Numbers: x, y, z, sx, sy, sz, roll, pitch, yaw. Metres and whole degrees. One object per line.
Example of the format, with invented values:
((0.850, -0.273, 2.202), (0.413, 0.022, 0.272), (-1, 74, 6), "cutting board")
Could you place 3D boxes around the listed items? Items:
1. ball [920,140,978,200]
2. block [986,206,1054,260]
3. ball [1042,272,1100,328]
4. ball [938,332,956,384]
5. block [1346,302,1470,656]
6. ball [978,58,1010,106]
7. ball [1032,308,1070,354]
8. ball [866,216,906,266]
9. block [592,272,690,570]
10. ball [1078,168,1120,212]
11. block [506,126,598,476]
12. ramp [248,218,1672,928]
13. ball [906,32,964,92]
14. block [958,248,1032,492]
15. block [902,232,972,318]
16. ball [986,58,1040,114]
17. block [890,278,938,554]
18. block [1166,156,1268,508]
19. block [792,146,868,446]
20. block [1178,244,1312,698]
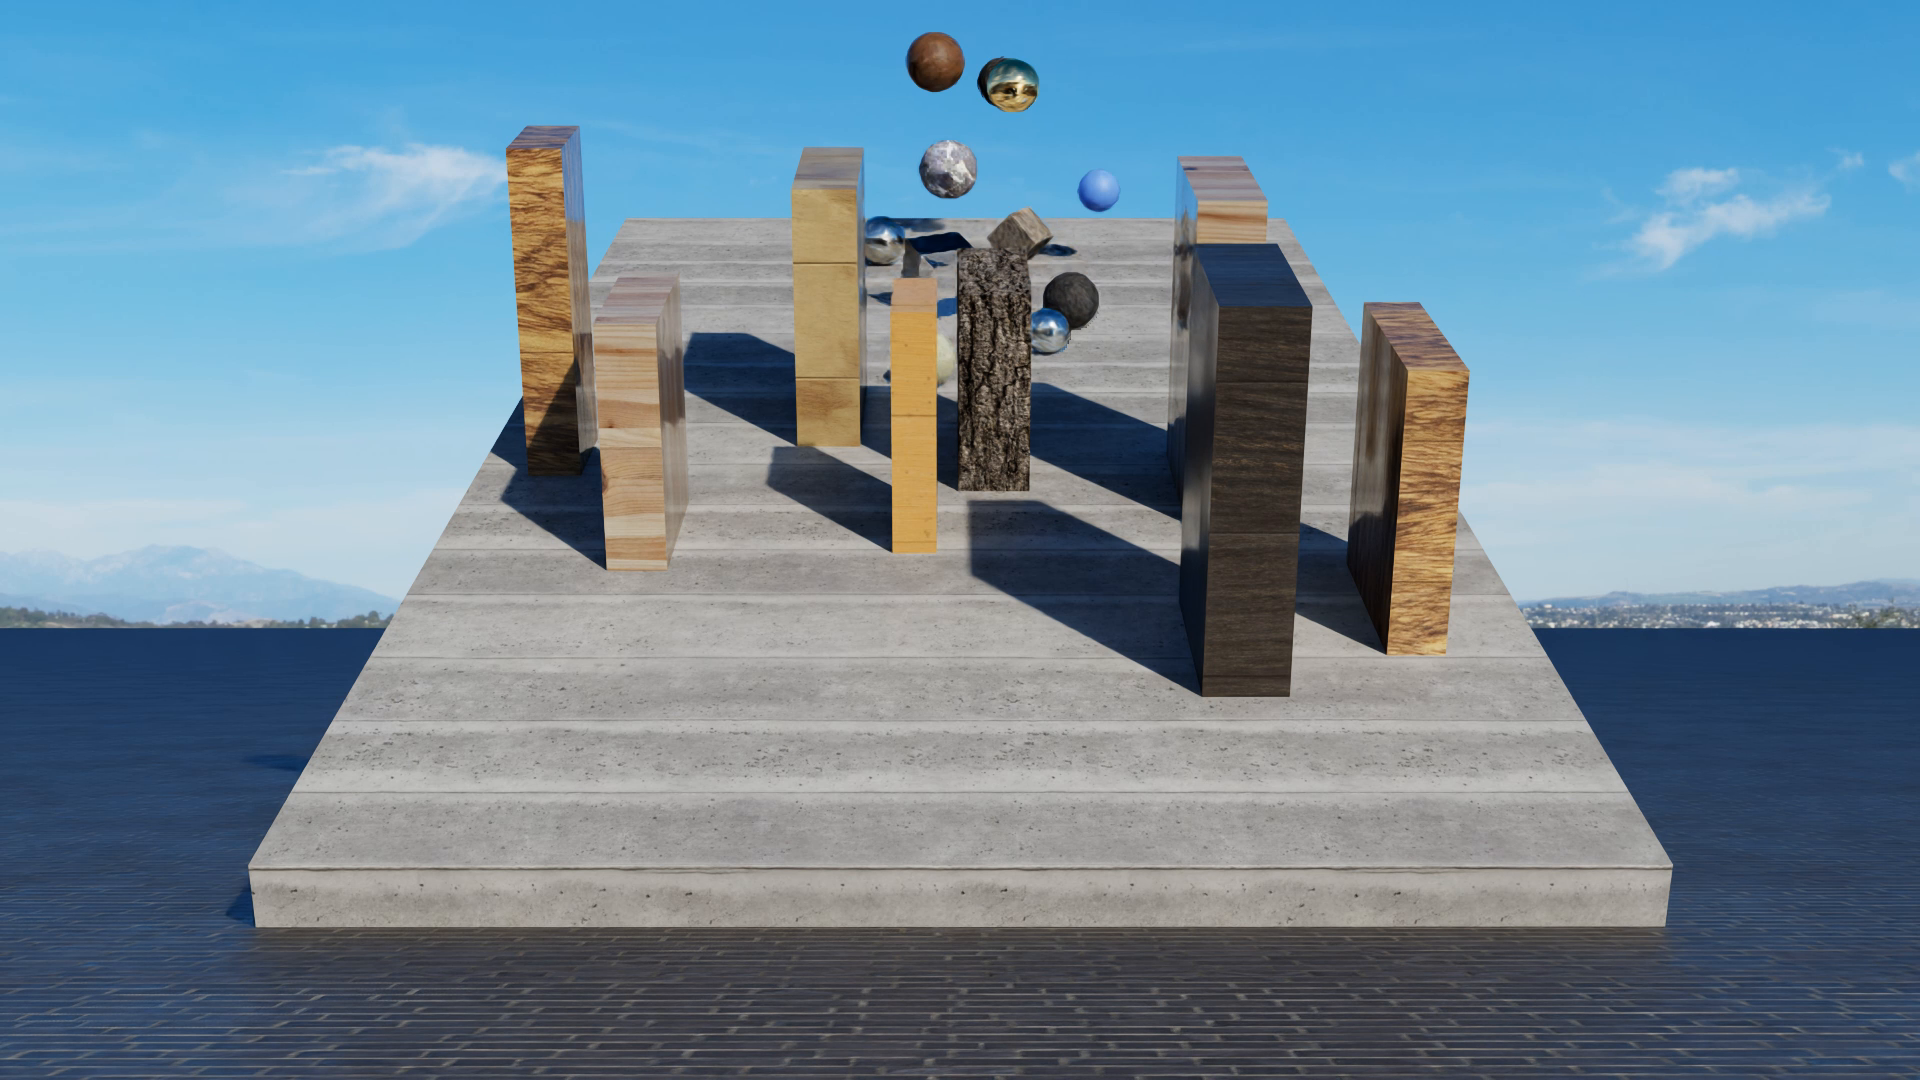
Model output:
((-0.034, -1.110, 6.838), (0.176, 0.176, 0.176), (0, -2, 0), "ball")
((0.168, -0.846, 6.374), (0.109, 0.109, 0.109), (-42, -6, 36), "block")
((0.281, -0.606, 5.767), (0.143, 0.143, 0.143), (0, -2, 0), "ball")
((-0.072, -0.422, 5.308), (0.129, 0.129, 0.129), (0, -2, 0), "ball")
((0.776, -0.116, 3.991), (0.100, 0.504, 0.427), (0, 21, 0), "block")
((0.129, -1.402, 6.984), (0.150, 0.150, 0.150), (0, -2, 0), "ball")
((0.212, -0.510, 5.564), (0.110, 0.110, 0.110), (0, -2, 0), "ball")
((-0.219, -0.837, 6.375), (0.137, 0.137, 0.137), (0, -2, 0), "ball")
((-0.600, -0.232, 4.330), (0.112, 0.473, 0.380), (0, 21, 0), "block")
((0.385, -0.969, 6.325), (0.117, 0.117, 0.117), (0, -2, 0), "ball")
((-0.840, -0.495, 4.724), (0.109, 0.681, 0.242), (0, 21, 0), "block")
((-0.006, -0.215, 5.088), (2.000, 0.100, 4.000), (0, 21, 0), "ramp")
((-0.073, -1.398, 6.673), (0.173, 0.173, 0.173), (0, -2, 0), "ball")
((0.068, -0.361, 4.758), (0.145, 0.411, 0.393), (0, 21, 0), "block")
((-0.047, -0.686, 5.905), (0.152, 0.152, 0.152), (-12, 41, -26), "block")
((0.147, -1.256, 6.313), (0.148, 0.148, 0.148), (0, -2, 0), "ball")
((-0.086, -0.239, 4.355), (0.084, 0.471, 0.248), (0, 21, 0), "block")
((0.507, -0.406, 4.556), (0.131, 0.641, 0.418), (0, 21, 0), "block")
((-0.282, -0.541, 5.016), (0.135, 0.560, 0.441), (0, 21, 0), "block")
((0.466, -0.123, 3.796), (0.143, 0.657, 0.406), (0, 21, 0), "block")
